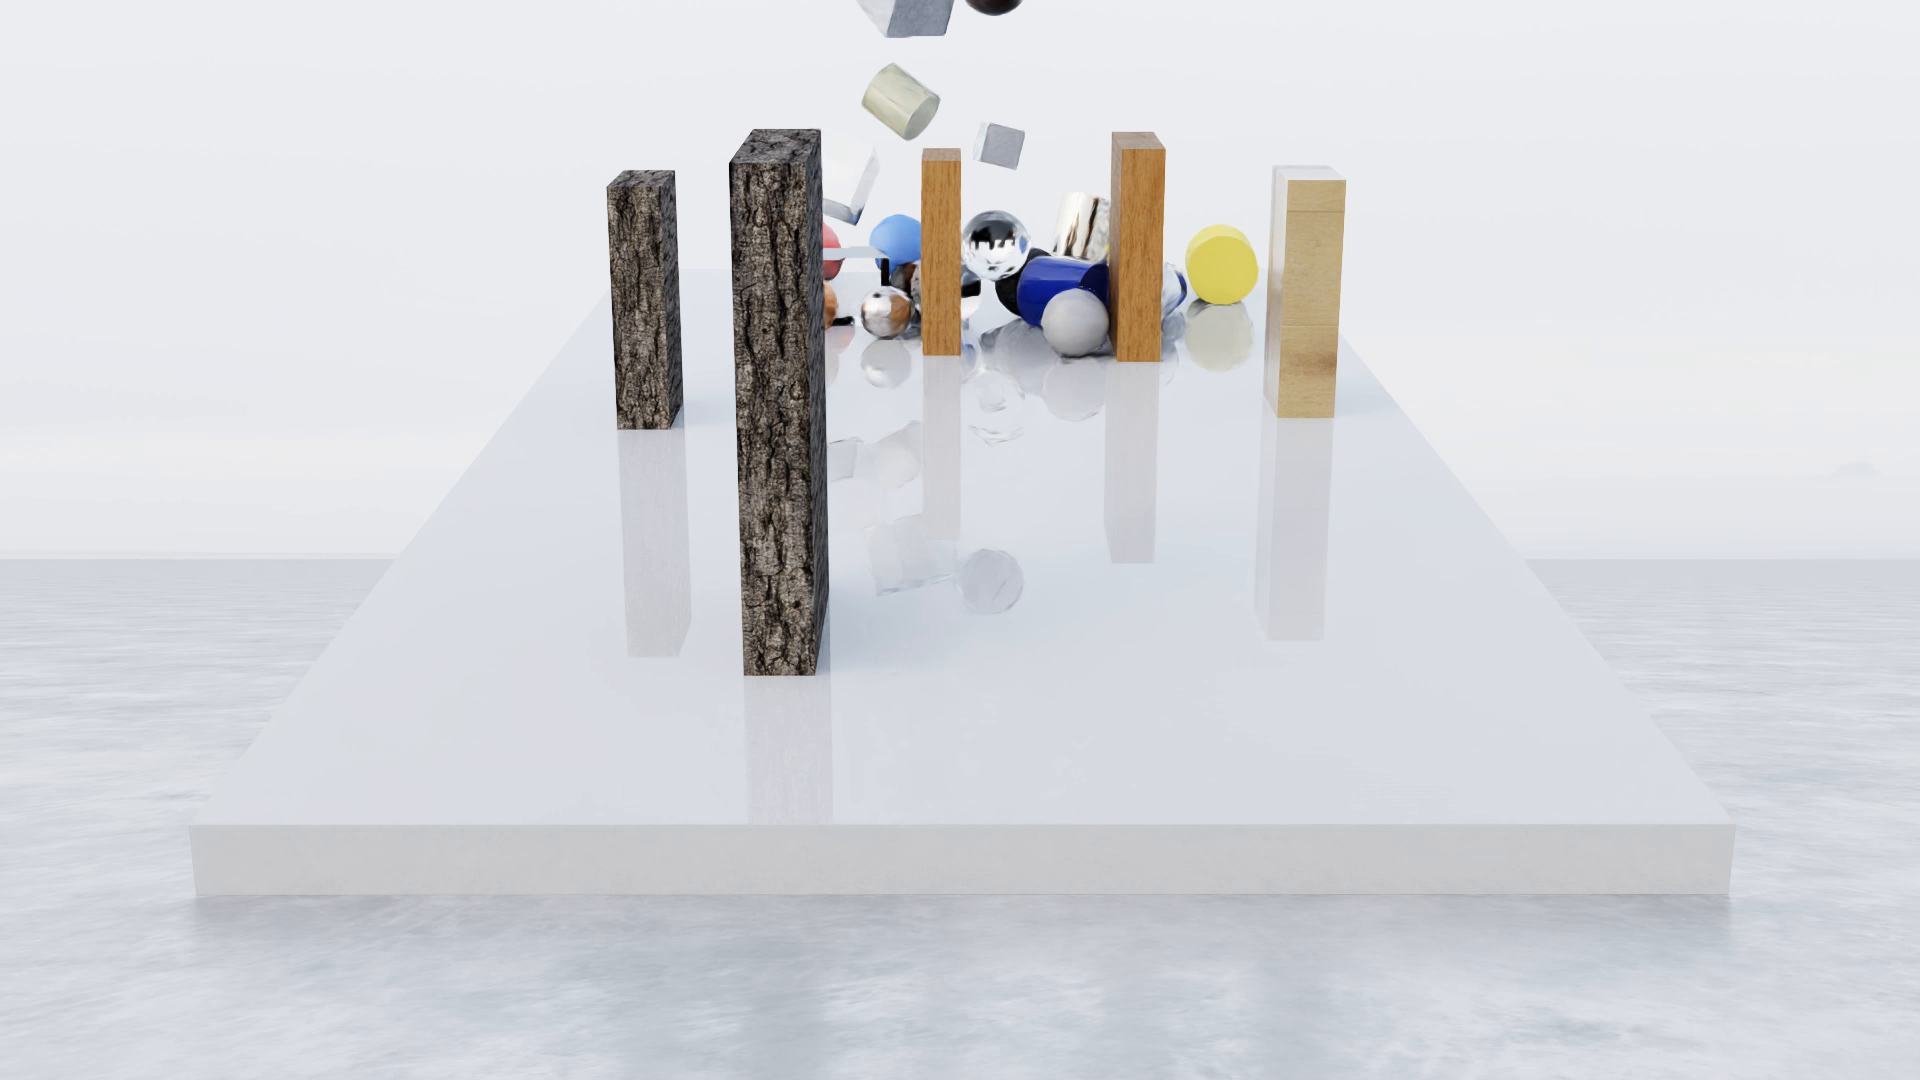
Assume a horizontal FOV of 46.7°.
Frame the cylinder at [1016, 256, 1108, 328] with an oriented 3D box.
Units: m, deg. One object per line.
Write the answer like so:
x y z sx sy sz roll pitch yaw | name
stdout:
0.280 -0.639 5.808 0.188 0.188 0.188 14 8 37 | cylinder

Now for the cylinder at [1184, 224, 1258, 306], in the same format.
0.731 -0.771 6.229 0.194 0.194 0.194 0 17 3 | cylinder

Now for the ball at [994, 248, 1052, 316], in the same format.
0.187 -0.692 5.981 0.187 0.187 0.187 0 0 0 | ball

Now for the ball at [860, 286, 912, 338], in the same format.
-0.192 -0.585 5.721 0.136 0.136 0.136 0 0 0 | ball

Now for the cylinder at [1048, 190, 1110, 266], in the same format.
0.347 -0.857 6.135 0.173 0.173 0.173 13 4 -1 | cylinder

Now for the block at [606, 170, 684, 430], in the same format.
-0.687 -0.529 4.879 0.114 0.526 0.262 0 17 0 | block

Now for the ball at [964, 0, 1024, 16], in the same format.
0.093 -1.535 6.087 0.199 0.199 0.199 0 0 0 | ball

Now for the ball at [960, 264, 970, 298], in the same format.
-0.033 -0.725 6.194 0.123 0.123 0.123 0 0 0 | ball

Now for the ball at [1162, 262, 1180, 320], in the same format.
0.498 -0.657 5.871 0.170 0.170 0.170 0 0 0 | ball

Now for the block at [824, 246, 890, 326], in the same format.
-0.294 -0.679 5.952 0.179 0.179 0.179 -4 18 -12 | block

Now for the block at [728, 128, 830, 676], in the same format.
-0.276 -0.225 3.473 0.109 0.777 0.411 0 17 0 | block

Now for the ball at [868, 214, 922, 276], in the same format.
-0.168 -0.817 6.180 0.173 0.173 0.173 0 0 0 | ball

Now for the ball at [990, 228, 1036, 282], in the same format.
0.117 -0.798 6.118 0.183 0.183 0.183 0 0 0 | ball

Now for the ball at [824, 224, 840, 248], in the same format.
-0.437 -0.842 6.474 0.181 0.181 0.181 0 0 0 | ball

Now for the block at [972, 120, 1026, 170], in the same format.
0.110 -1.125 6.339 0.112 0.112 0.112 12 11 -14 | block

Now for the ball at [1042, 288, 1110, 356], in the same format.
0.286 -0.540 5.522 0.168 0.168 0.168 0 0 0 | ball

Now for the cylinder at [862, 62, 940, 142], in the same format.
-0.168 -1.244 6.320 0.158 0.158 0.158 39 10 13 | cylinder

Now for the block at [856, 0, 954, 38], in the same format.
-0.146 -1.552 6.258 0.194 0.194 0.194 -11 48 -30 | block

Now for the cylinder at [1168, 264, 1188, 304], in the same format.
0.572 -0.703 6.153 0.107 0.107 0.107 0 17 2 | cylinder

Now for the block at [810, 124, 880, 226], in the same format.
-0.320 -0.929 5.667 0.170 0.170 0.170 21 -7 6 | block

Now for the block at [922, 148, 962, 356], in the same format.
-0.046 -0.727 5.592 0.097 0.483 0.248 0 17 0 | block

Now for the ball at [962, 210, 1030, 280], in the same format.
0.091 -0.773 5.826 0.184 0.184 0.184 0 0 0 | ball

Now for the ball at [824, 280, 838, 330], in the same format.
-0.393 -0.607 5.757 0.156 0.156 0.156 0 0 0 | ball

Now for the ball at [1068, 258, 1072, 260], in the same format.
0.294 -0.713 6.148 0.129 0.129 0.129 0 0 0 | ball

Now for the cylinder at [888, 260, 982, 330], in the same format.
-0.066 -0.658 5.883 0.176 0.176 0.176 0 13 44 | cylinder

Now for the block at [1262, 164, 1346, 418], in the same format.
0.767 -0.559 4.978 0.126 0.527 0.243 0 17 0 | block

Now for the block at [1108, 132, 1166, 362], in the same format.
0.439 -0.739 5.570 0.106 0.521 0.355 0 17 0 | block

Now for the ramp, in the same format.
-0.003 -0.176 4.799 2.000 0.100 4.000 0 17 0 | ramp
